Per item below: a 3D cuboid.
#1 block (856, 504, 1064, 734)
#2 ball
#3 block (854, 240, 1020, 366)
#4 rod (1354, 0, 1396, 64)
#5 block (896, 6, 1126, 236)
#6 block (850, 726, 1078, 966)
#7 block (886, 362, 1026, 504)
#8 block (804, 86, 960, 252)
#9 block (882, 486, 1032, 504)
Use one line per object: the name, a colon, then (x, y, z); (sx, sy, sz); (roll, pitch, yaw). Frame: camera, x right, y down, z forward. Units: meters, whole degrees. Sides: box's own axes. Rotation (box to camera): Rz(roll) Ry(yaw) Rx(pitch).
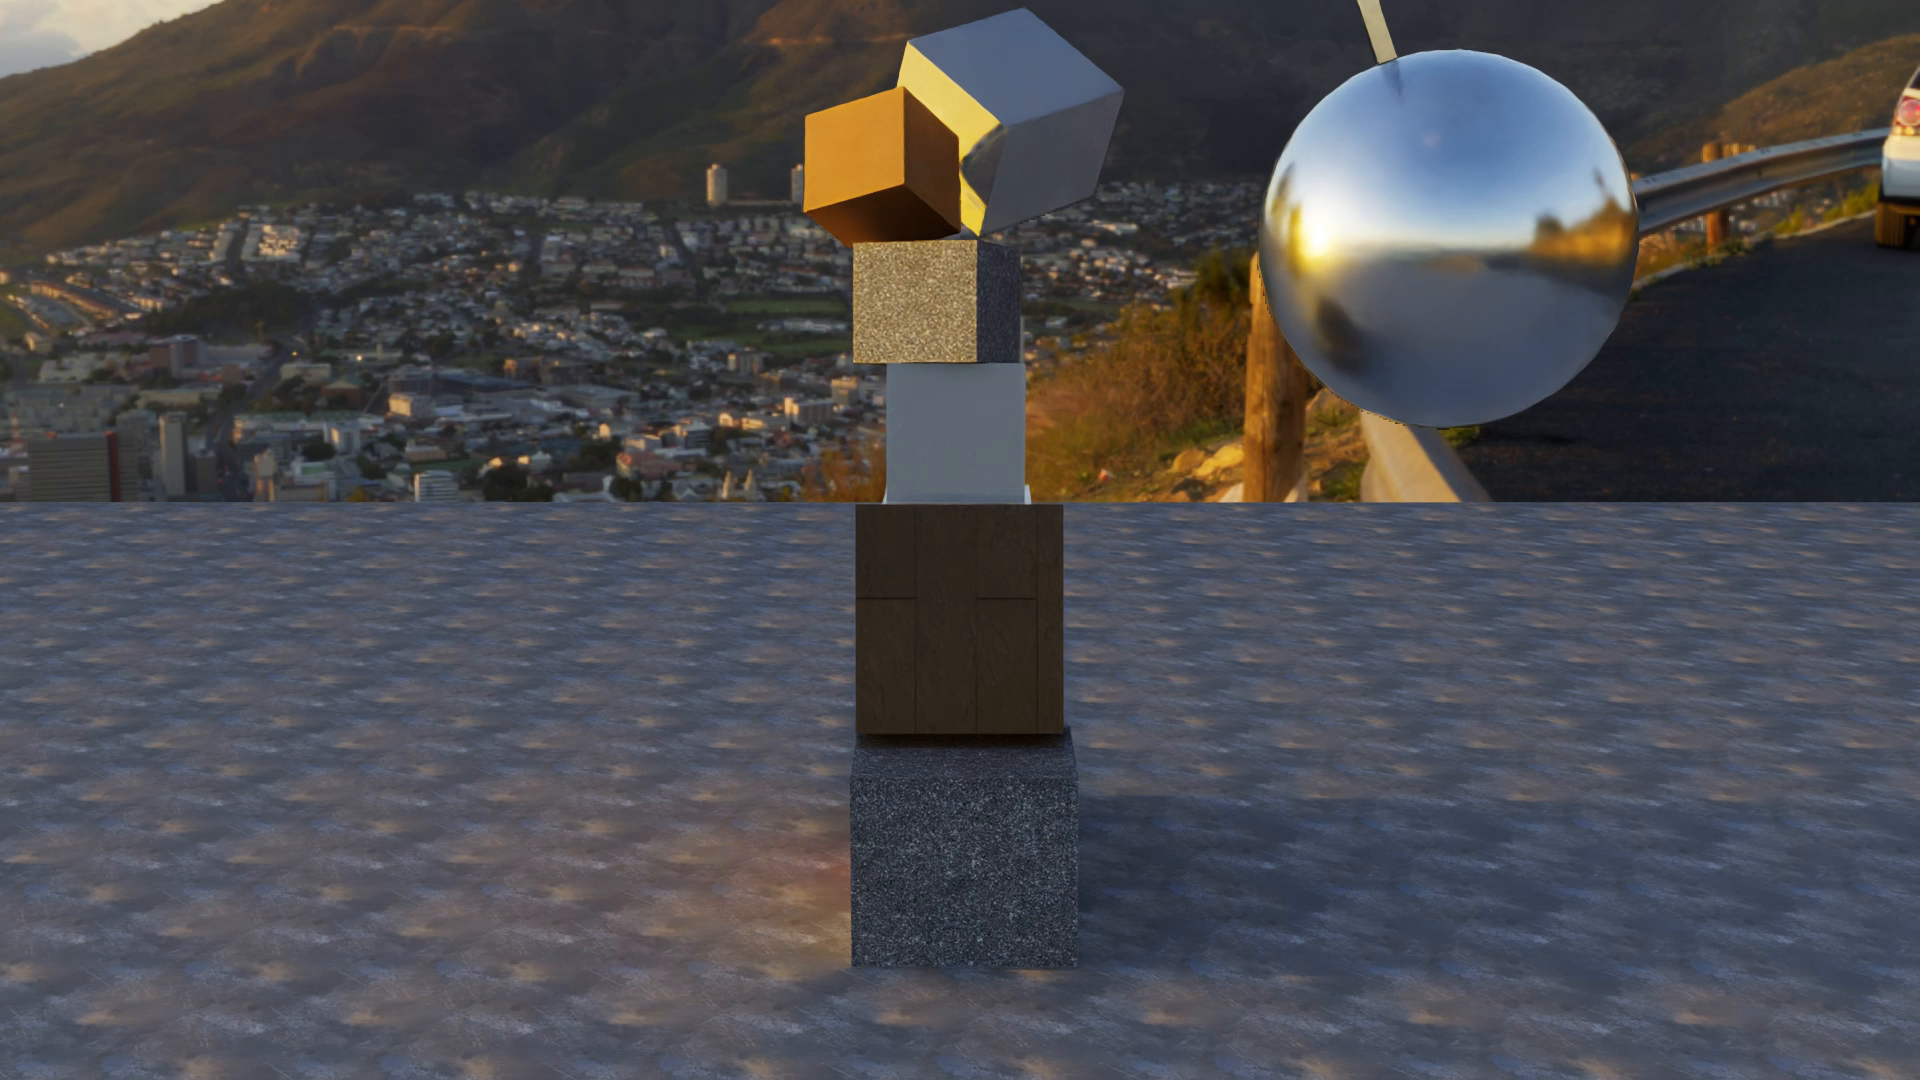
block: (0.001, 0.319, 10.954); (0.853, 0.940, 0.880); (0, 1, 0)
ball: (2.074, -1.281, 10.947); (1.600, 1.600, 1.600); (0, 10, 0)
block: (-0.096, -1.026, 11.226); (0.567, 0.517, 0.563); (1, 2, 20)
rod: (0.899, -4.420, 10.377); (0.080, 5.200, 0.080); (-20, 10, 4)
block: (0.195, -1.953, 11.928); (0.733, 0.610, 0.717); (-24, 56, -35)
block: (0.017, 1.244, 10.561); (0.900, 0.773, 0.830); (0, 10, 0)
block: (-0.011, -0.466, 11.302); (0.595, 0.606, 0.582); (0, 2, 1)
block: (-0.340, -1.616, 11.339); (0.501, 0.483, 0.504); (-12, -24, 26)
block: (-0.012, 0.156, 11.794); (0.671, 0.717, 0.695); (0, 10, 0)
